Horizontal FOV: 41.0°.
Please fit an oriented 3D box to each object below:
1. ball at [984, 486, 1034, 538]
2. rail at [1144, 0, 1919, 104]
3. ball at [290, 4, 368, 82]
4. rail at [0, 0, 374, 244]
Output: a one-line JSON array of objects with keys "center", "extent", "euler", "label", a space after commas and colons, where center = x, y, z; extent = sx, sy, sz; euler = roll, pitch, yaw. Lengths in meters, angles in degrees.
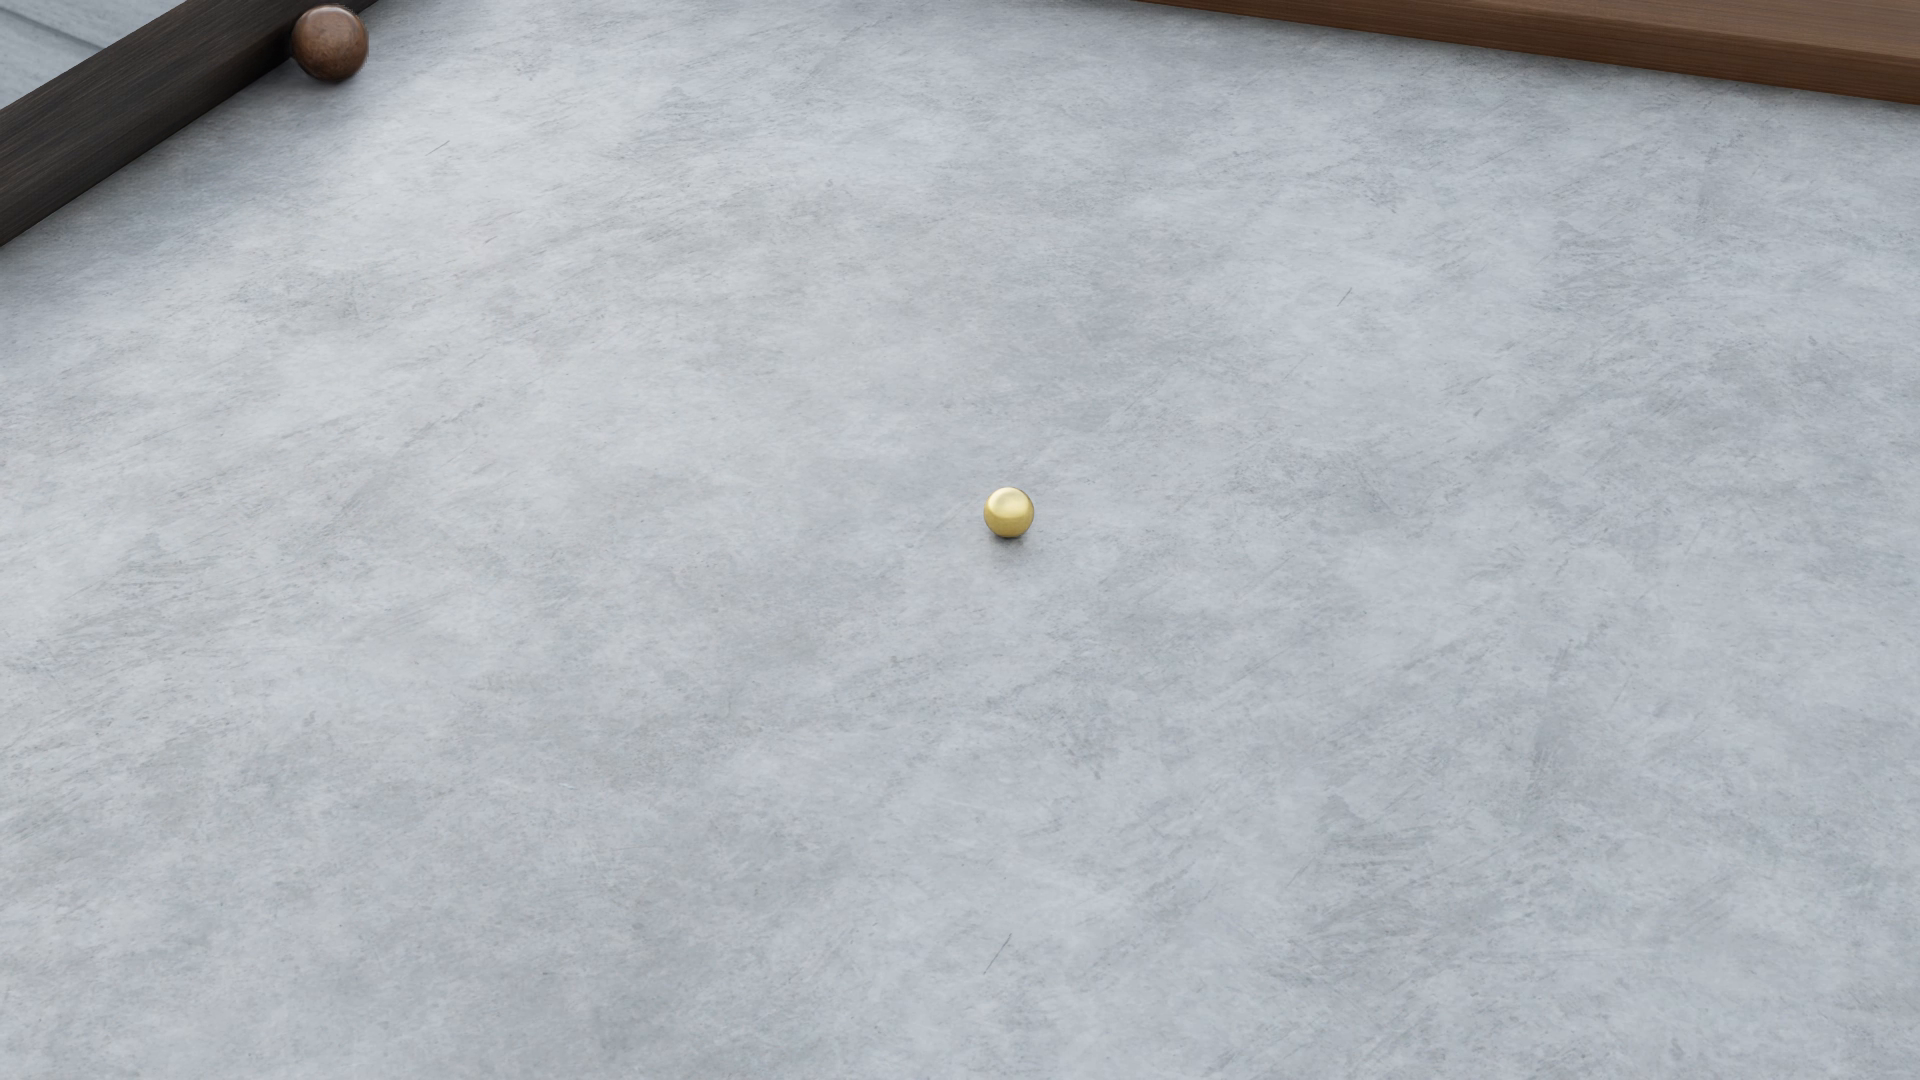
[{"center": [0.040, -0.023, 2.116], "extent": [0.042, 0.042, 0.042], "euler": [0, 33, 0], "label": "ball"}, {"center": [1.478, -0.449, 2.693], "extent": [4.456, 0.129, 0.045], "euler": [11, 35, 17], "label": "rail"}, {"center": [-0.716, -0.564, 2.913], "extent": [0.086, 0.086, 0.086], "euler": [0, 33, 0], "label": "ball"}, {"center": [-1.022, -0.229, 2.353], "extent": [0.045, 0.129, 2.544], "euler": [11, 35, 17], "label": "rail"}]
